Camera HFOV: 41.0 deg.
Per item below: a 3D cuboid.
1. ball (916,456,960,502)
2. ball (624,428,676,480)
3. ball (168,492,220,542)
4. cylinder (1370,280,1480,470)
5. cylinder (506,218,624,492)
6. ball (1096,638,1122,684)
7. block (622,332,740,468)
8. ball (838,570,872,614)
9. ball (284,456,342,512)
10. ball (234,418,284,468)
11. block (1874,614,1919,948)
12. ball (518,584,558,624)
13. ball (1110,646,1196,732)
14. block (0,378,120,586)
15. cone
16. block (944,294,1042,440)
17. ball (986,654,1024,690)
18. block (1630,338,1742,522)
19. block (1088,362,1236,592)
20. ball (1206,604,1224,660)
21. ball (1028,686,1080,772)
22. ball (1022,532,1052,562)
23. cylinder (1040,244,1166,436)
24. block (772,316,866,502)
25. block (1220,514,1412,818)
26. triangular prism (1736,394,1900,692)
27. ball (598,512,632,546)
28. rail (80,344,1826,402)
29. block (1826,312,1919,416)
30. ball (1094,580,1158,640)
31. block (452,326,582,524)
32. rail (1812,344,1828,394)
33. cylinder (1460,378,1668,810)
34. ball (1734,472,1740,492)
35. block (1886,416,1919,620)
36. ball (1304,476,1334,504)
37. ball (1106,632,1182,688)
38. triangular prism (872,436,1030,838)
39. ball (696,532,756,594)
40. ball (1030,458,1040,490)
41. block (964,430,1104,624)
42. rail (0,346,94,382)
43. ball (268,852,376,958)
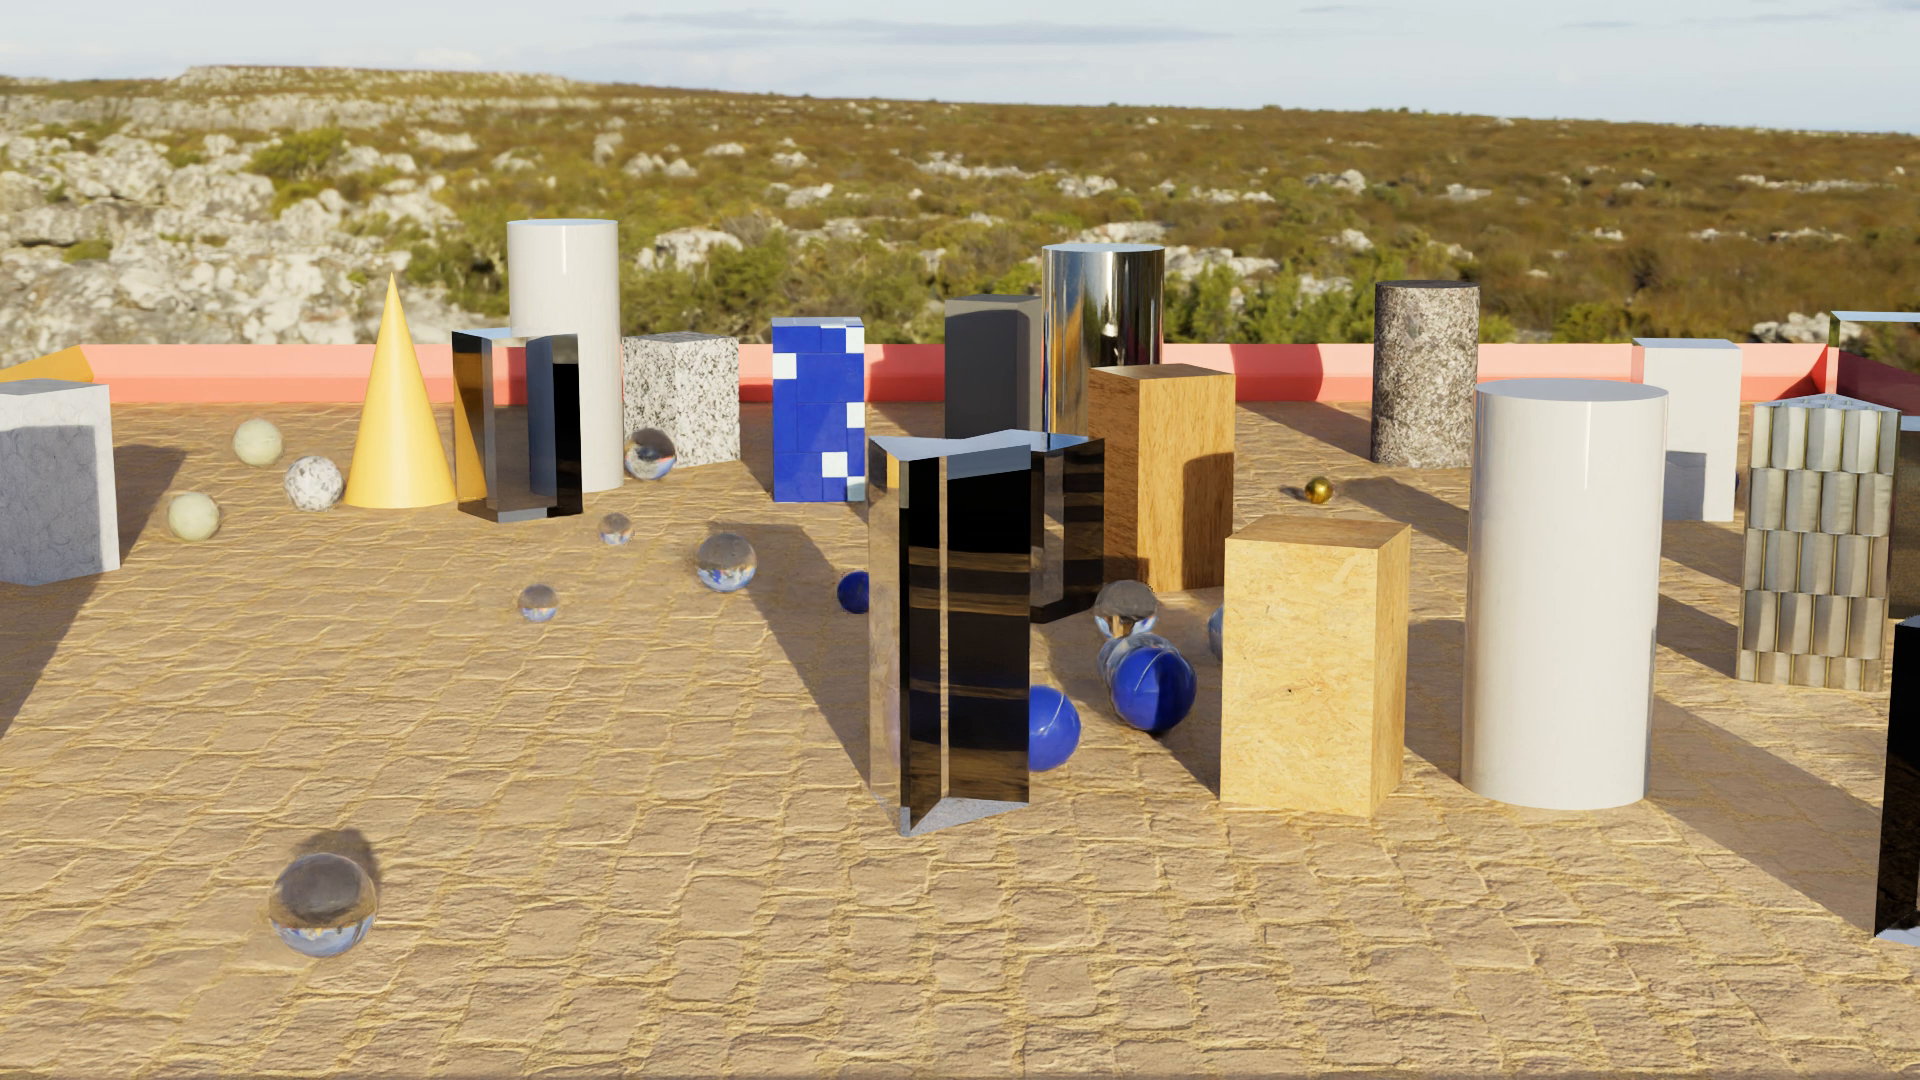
[{"bbox_3d":[-0.037,-0.103,4.305,0.076,0.076,0.076,0,11,0],"label":"ball"},{"bbox_3d":[-0.547,-0.150,4.516,0.091,0.091,0.091,0,11,0],"label":"ball"},{"bbox_3d":[-1.176,-0.035,3.938,0.077,0.077,0.077,0,11,0],"label":"ball"},{"bbox_3d":[0.854,-0.306,4.711,0.189,0.327,0.189,0,11,0],"label":"cylinder"},{"bbox_3d":[-0.681,-0.321,4.438,0.189,0.455,0.189,0,11,0],"label":"cylinder"},{"bbox_3d":[0.191,0.144,3.022,0.060,0.060,0.060,0,11,0],"label":"ball"},{"bbox_3d":[-0.515,-0.261,4.740,0.151,0.228,0.151,10,15,43],"label":"block"},{"bbox_3d":[-0.135,0.070,3.427,0.058,0.058,0.058,0,11,0],"label":"ball"},{"bbox_3d":[-1.057,-0.091,4.195,0.093,0.093,0.093,0,11,0],"label":"ball"},{"bbox_3d":[-1.275,-0.176,4.661,0.088,0.088,0.088,0,11,0],"label":"ball"},{"bbox_3d":[0.877,0.201,2.146,0.151,0.270,0.151,9,14,40],"label":"block"},{"bbox_3d":[-0.553,0.083,3.371,0.052,0.052,0.052,0,11,0],"label":"ball"},{"bbox_3d":[0.212,0.164,2.823,0.094,0.094,0.094,0,11,0],"label":"ball"},{"bbox_3d":[-1.327,-0.087,3.688,0.151,0.270,0.151,7,13,32],"label":"block"},{"bbox_3d":[-0.945,-0.258,4.299,0.189,0.383,0.189,0,11,0],"label":"cone"},{"bbox_3d":[0.073,-0.321,4.907,0.151,0.283,0.151,5,12,26],"label":"block"},{"bbox_3d":[0.052,0.155,3.011,0.044,0.044,0.044,0,11,0],"label":"ball"},{"bbox_3d":[1.176,-0.182,4.177,0.151,0.277,0.151,1,11,7],"label":"block"},{"bbox_3d":[0.283,-0.090,3.625,0.151,0.299,0.151,-5,12,-24],"label":"block"},{"bbox_3d":[0.341,0.113,3.129,0.081,0.081,0.081,0,11,0],"label":"ball"},{"bbox_3d":[0.080,0.196,2.662,0.090,0.090,0.090,0,11,0],"label":"ball"},{"bbox_3d":[0.114,0.011,3.780,0.044,0.044,0.044,0,11,0],"label":"ball"},{"bbox_3d":[0.220,-0.230,3.975,0.189,0.446,0.189,0,11,0],"label":"cylinder"},{"bbox_3d":[-0.241,-0.222,4.345,0.151,0.296,0.151,-1,11,-5],"label":"block"},{"bbox_3d":[0.358,0.122,2.578,0.151,0.266,0.151,4,11,21],"label":"block"},{"bbox_3d":[1.027,-0.002,3.067,0.164,0.331,0.142,4,11,20],"label":"triangular prism"},{"bbox_3d":[-0.524,-0.016,3.905,0.052,0.052,0.052,0,11,0],"label":"ball"},{"bbox_3d":[-0.012,-0.359,5.542,3.787,0.123,0.045,0,11,0],"label":"rail"},{"bbox_3d":[1.428,-0.177,3.984,0.151,0.339,0.151,2,11,13],"label":"block"},{"bbox_3d":[0.210,0.090,3.255,0.081,0.081,0.081,0,11,0],"label":"ball"},{"bbox_3d":[-0.720,-0.191,4.175,0.151,0.296,0.151,-7,13,-35],"label":"block"},{"bbox_3d":[1.870,0.030,3.460,0.045,0.123,4.304,0,11,0],"label":"rail"},{"bbox_3d":[0.607,0.050,2.586,0.189,0.405,0.189,0,11,0],"label":"cylinder"},{"bbox_3d":[1.298,-0.101,4.359,0.051,0.051,0.051,0,11,0],"label":"ball"},{"bbox_3d":[1.225,-0.035,3.458,0.151,0.252,0.151,4,11,19],"label":"block"},{"bbox_3d":[0.599,-0.083,4.277,0.047,0.047,0.047,0,11,0],"label":"ball"},{"bbox_3d":[0.210,0.149,2.913,0.090,0.090,0.090,0,11,0],"label":"ball"},{"bbox_3d":[-0.040,0.085,2.514,0.164,0.362,0.142,-10,14,-42],"label":"triangular prism"},{"bbox_3d":[-0.324,0.031,3.560,0.085,0.085,0.085,0,11,0],"label":"ball"},{"bbox_3d":[0.151,-0.112,4.391,0.063,0.063,0.063,0,11,0],"label":"ball"},{"bbox_3d":[0.090,-0.021,3.447,0.151,0.229,0.151,7,13,34],"label":"block"},{"bbox_3d":[-1.870,0.034,3.439,0.045,0.123,4.304,0,11,0],"label":"rail"},{"bbox_3d":[-0.524,0.301,2.111,0.086,0.086,0.086,0,11,0],"label":"ball"}]
